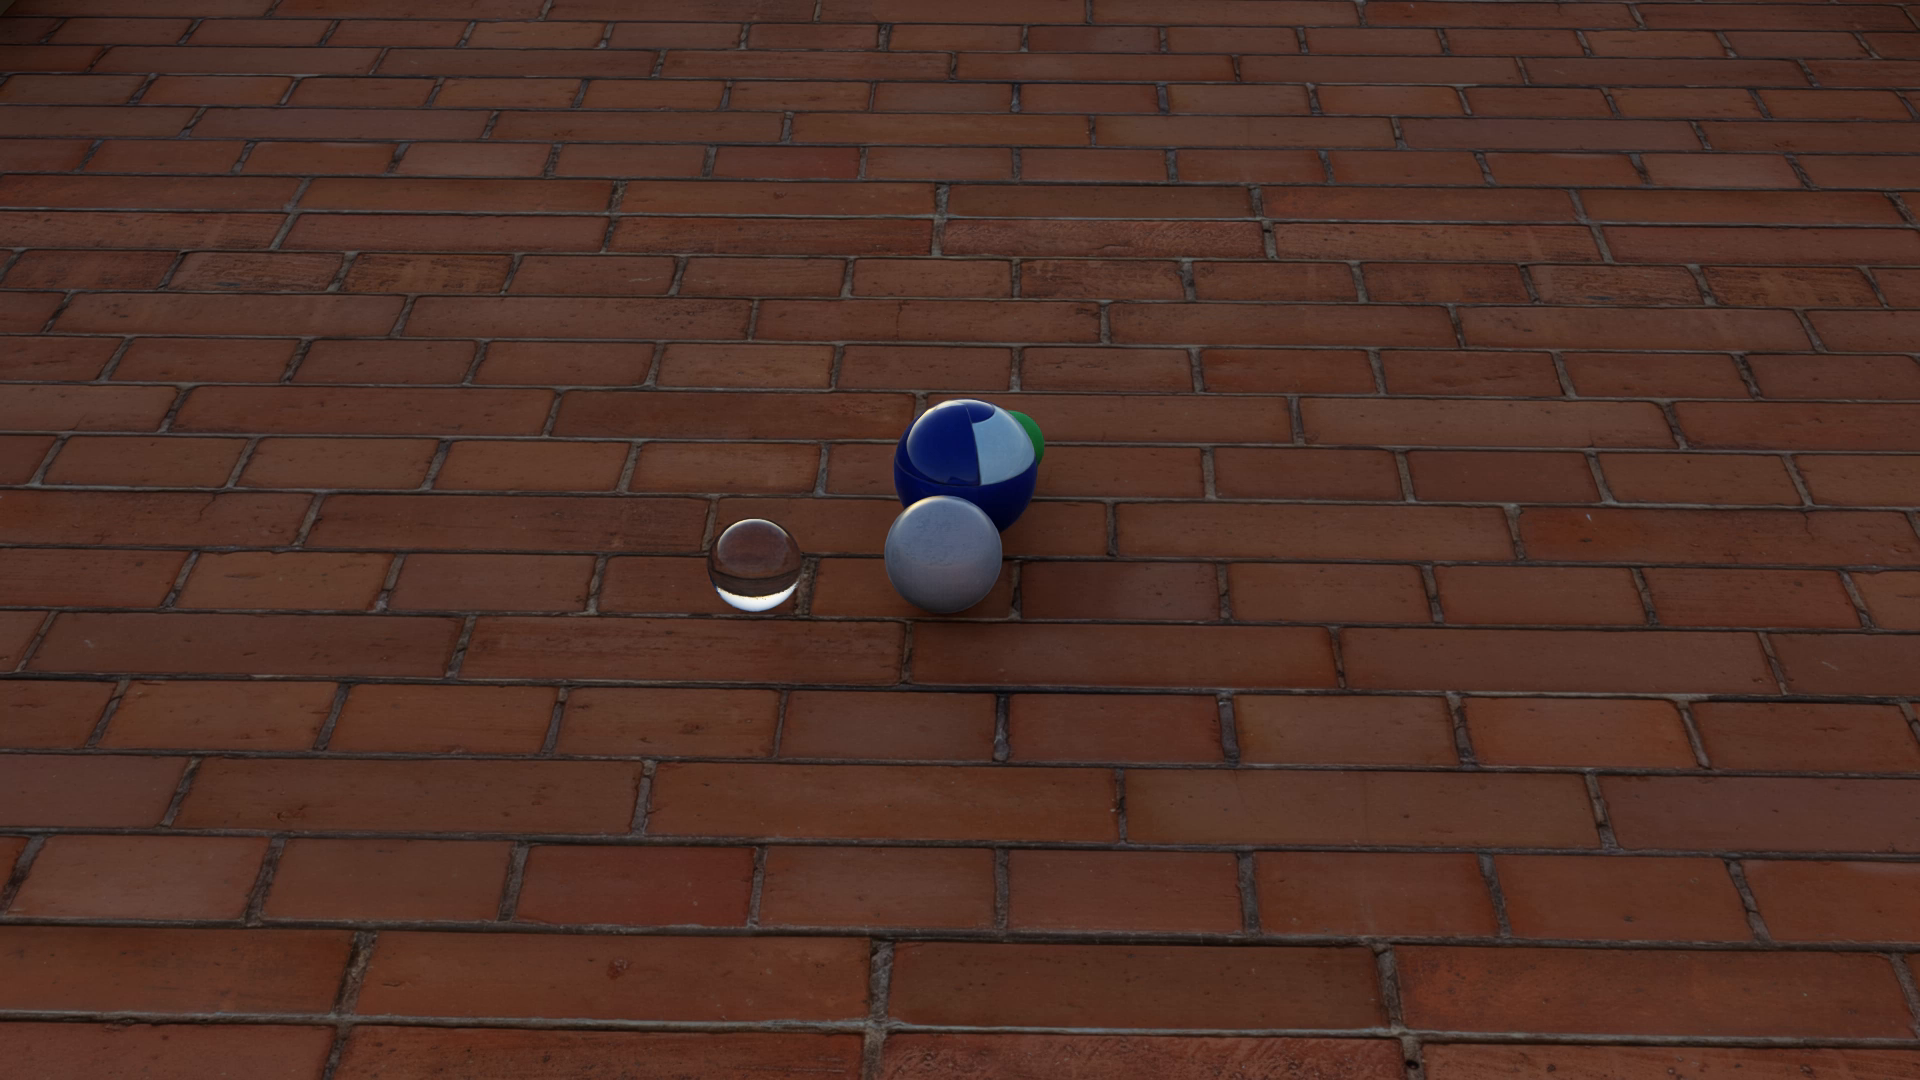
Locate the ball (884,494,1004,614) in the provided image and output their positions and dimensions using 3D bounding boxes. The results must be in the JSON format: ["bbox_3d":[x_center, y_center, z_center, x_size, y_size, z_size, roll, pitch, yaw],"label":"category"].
[{"bbox_3d":[-0.010,0.008,1.722,0.070,0.070,0.070,0,29,0],"label":"ball"}]

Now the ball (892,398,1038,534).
[{"bbox_3d":[0.003,-0.043,1.796,0.089,0.089,0.089,0,29,0],"label":"ball"}]

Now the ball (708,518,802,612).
[{"bbox_3d":[-0.120,0.014,1.726,0.055,0.055,0.055,0,29,0],"label":"ball"}]

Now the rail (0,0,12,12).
[{"bbox_3d":[-0.861,-0.450,2.500,0.045,0.128,3.436,1,29,1],"label":"rail"}]

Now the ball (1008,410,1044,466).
[{"bbox_3d":[0.031,-0.060,1.873,0.045,0.045,0.045,0,29,0],"label":"ball"}]
